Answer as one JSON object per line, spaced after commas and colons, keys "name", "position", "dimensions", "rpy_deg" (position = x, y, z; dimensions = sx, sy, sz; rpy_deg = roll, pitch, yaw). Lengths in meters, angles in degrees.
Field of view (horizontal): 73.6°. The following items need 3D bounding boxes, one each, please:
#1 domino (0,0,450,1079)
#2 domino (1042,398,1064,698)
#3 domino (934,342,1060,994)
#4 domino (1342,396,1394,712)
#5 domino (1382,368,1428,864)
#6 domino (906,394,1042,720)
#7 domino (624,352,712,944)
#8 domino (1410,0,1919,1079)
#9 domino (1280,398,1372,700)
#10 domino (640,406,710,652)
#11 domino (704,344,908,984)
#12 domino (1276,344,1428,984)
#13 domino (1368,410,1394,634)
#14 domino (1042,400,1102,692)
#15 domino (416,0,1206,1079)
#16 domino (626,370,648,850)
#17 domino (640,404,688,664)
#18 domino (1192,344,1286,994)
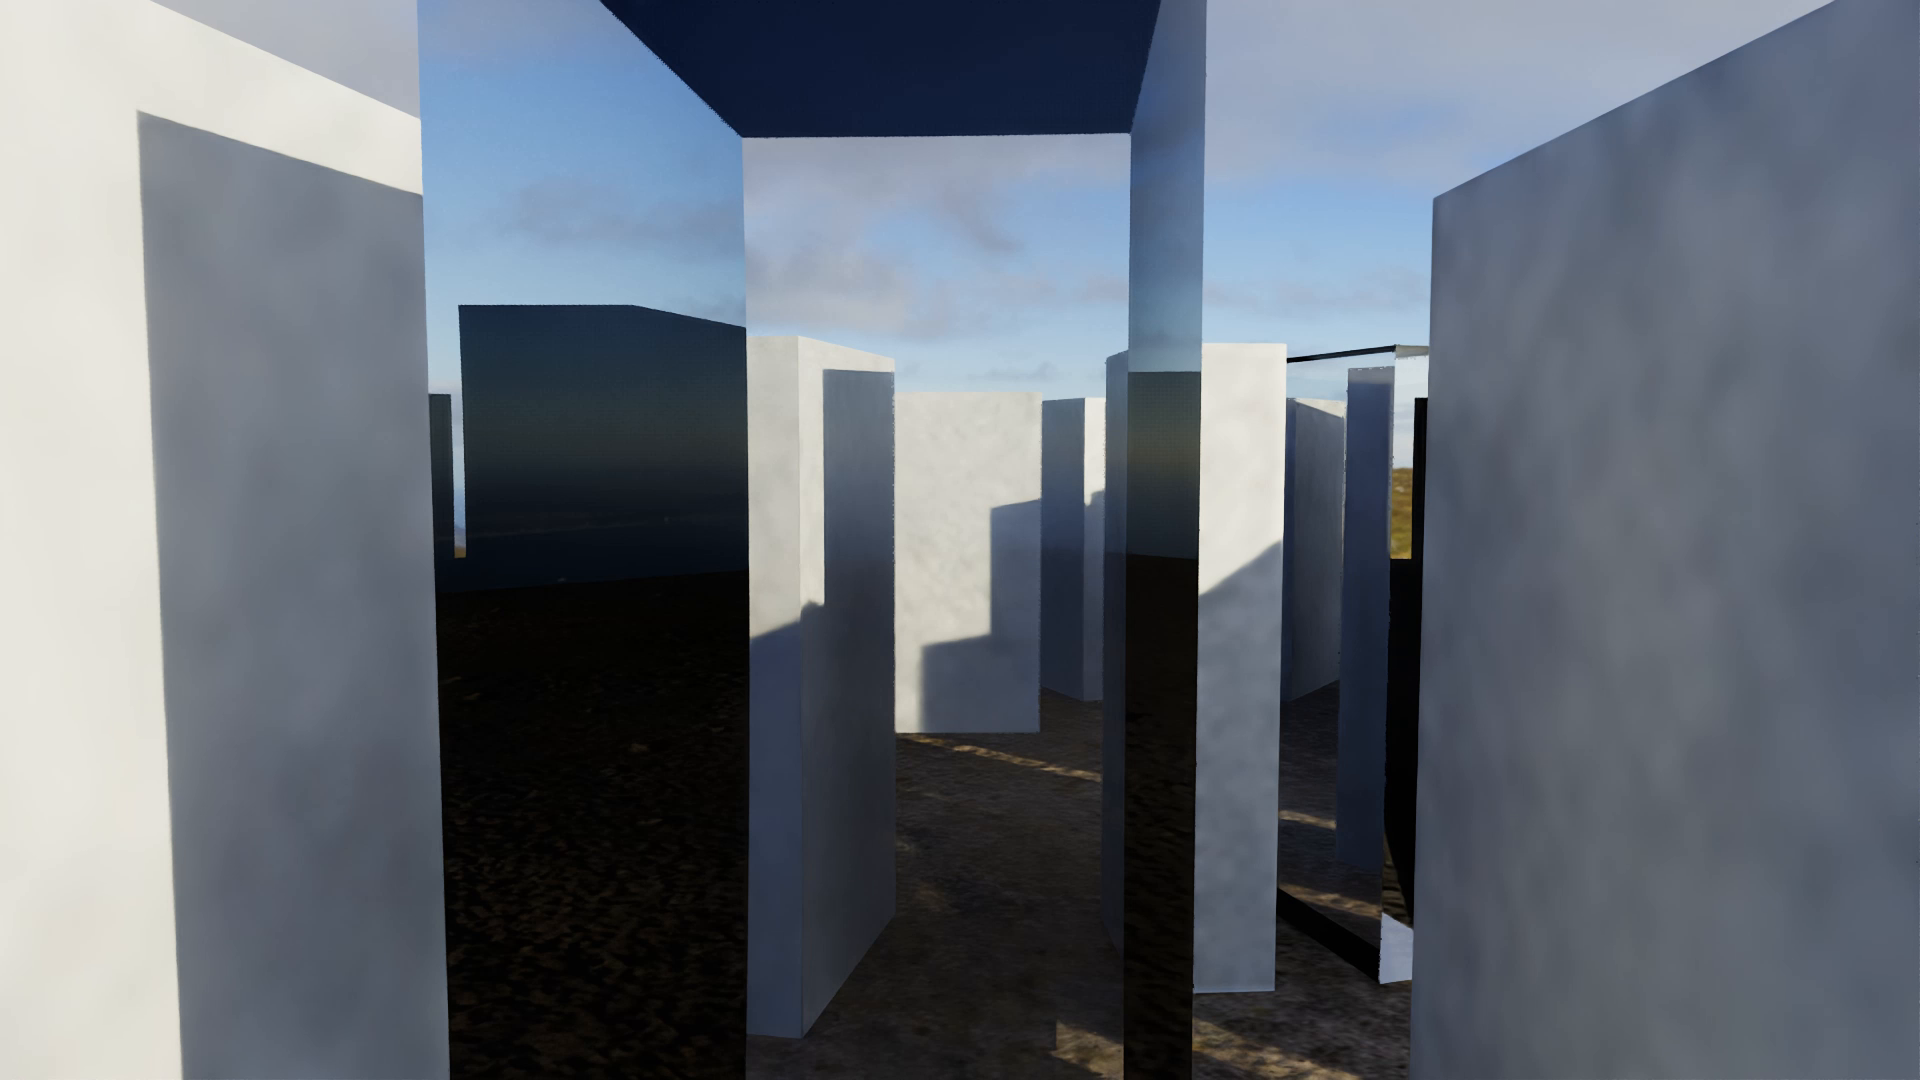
{"name": "domino", "position": [-0.017, 0.015, 0.031], "dimensions": [0.010, 0.050, 0.025], "rpy_deg": [1, 4, 9]}
{"name": "domino", "position": [0.005, 0.001, 0.222], "dimensions": [0.025, 0.050, 0.010], "rpy_deg": [4, 6, 45]}
{"name": "domino", "position": [0.004, 0.009, 0.110], "dimensions": [0.009, 0.050, 0.025], "rpy_deg": [0, 4, 4]}
{"name": "domino", "position": [0.076, 0.002, 0.212], "dimensions": [0.025, 0.050, 0.009], "rpy_deg": [-3, 5, -30]}
{"name": "domino", "position": [0.055, 0.008, 0.124], "dimensions": [0.009, 0.050, 0.025], "rpy_deg": [-3, 5, -38]}
{"name": "domino", "position": [0.000, 0.002, 0.201], "dimensions": [0.025, 0.050, 0.009], "rpy_deg": [0, 4, 0]}
{"name": "domino", "position": [-0.028, 0.009, 0.118], "dimensions": [0.010, 0.050, 0.025], "rpy_deg": [2, 5, 23]}
{"name": "domino", "position": [0.019, 0.015, 0.029], "dimensions": [0.009, 0.050, 0.025], "rpy_deg": [0, 4, -1]}
{"name": "domino", "position": [0.063, 0.001, 0.225], "dimensions": [0.010, 0.050, 0.025], "rpy_deg": [3, 5, 34]}
{"name": "domino", "position": [-0.059, -0.003, 0.271], "dimensions": [0.025, 0.050, 0.009], "rpy_deg": [3, 5, 35]}
{"name": "domino", "position": [-0.012, 0.009, 0.113], "dimensions": [0.009, 0.050, 0.025], "rpy_deg": [1, 4, 13]}
{"name": "domino", "position": [0.034, 0.009, 0.113], "dimensions": [0.009, 0.050, 0.025], "rpy_deg": [-1, 4, -16]}
{"name": "domino", "position": [0.095, -0.005, 0.300], "dimensions": [0.009, 0.050, 0.025], "rpy_deg": [2, 5, 29]}
{"name": "domino", "position": [0.020, 0.000, 0.232], "dimensions": [0.009, 0.050, 0.025], "rpy_deg": [-2, 5, -23]}
{"name": "domino", "position": [-0.001, 0.015, 0.029], "dimensions": [0.009, 0.050, 0.025], "rpy_deg": [0, 4, 4]}
{"name": "domino", "position": [-0.045, 0.008, 0.128], "dimensions": [0.009, 0.050, 0.025], "rpy_deg": [4, 6, 41]}
{"name": "domino", "position": [-0.068, -0.002, 0.256], "dimensions": [0.025, 0.050, 0.009], "rpy_deg": [2, 5, 26]}
{"name": "domino", "position": [0.019, 0.009, 0.110], "dimensions": [0.010, 0.050, 0.025], "rpy_deg": [0, 4, -4]}
